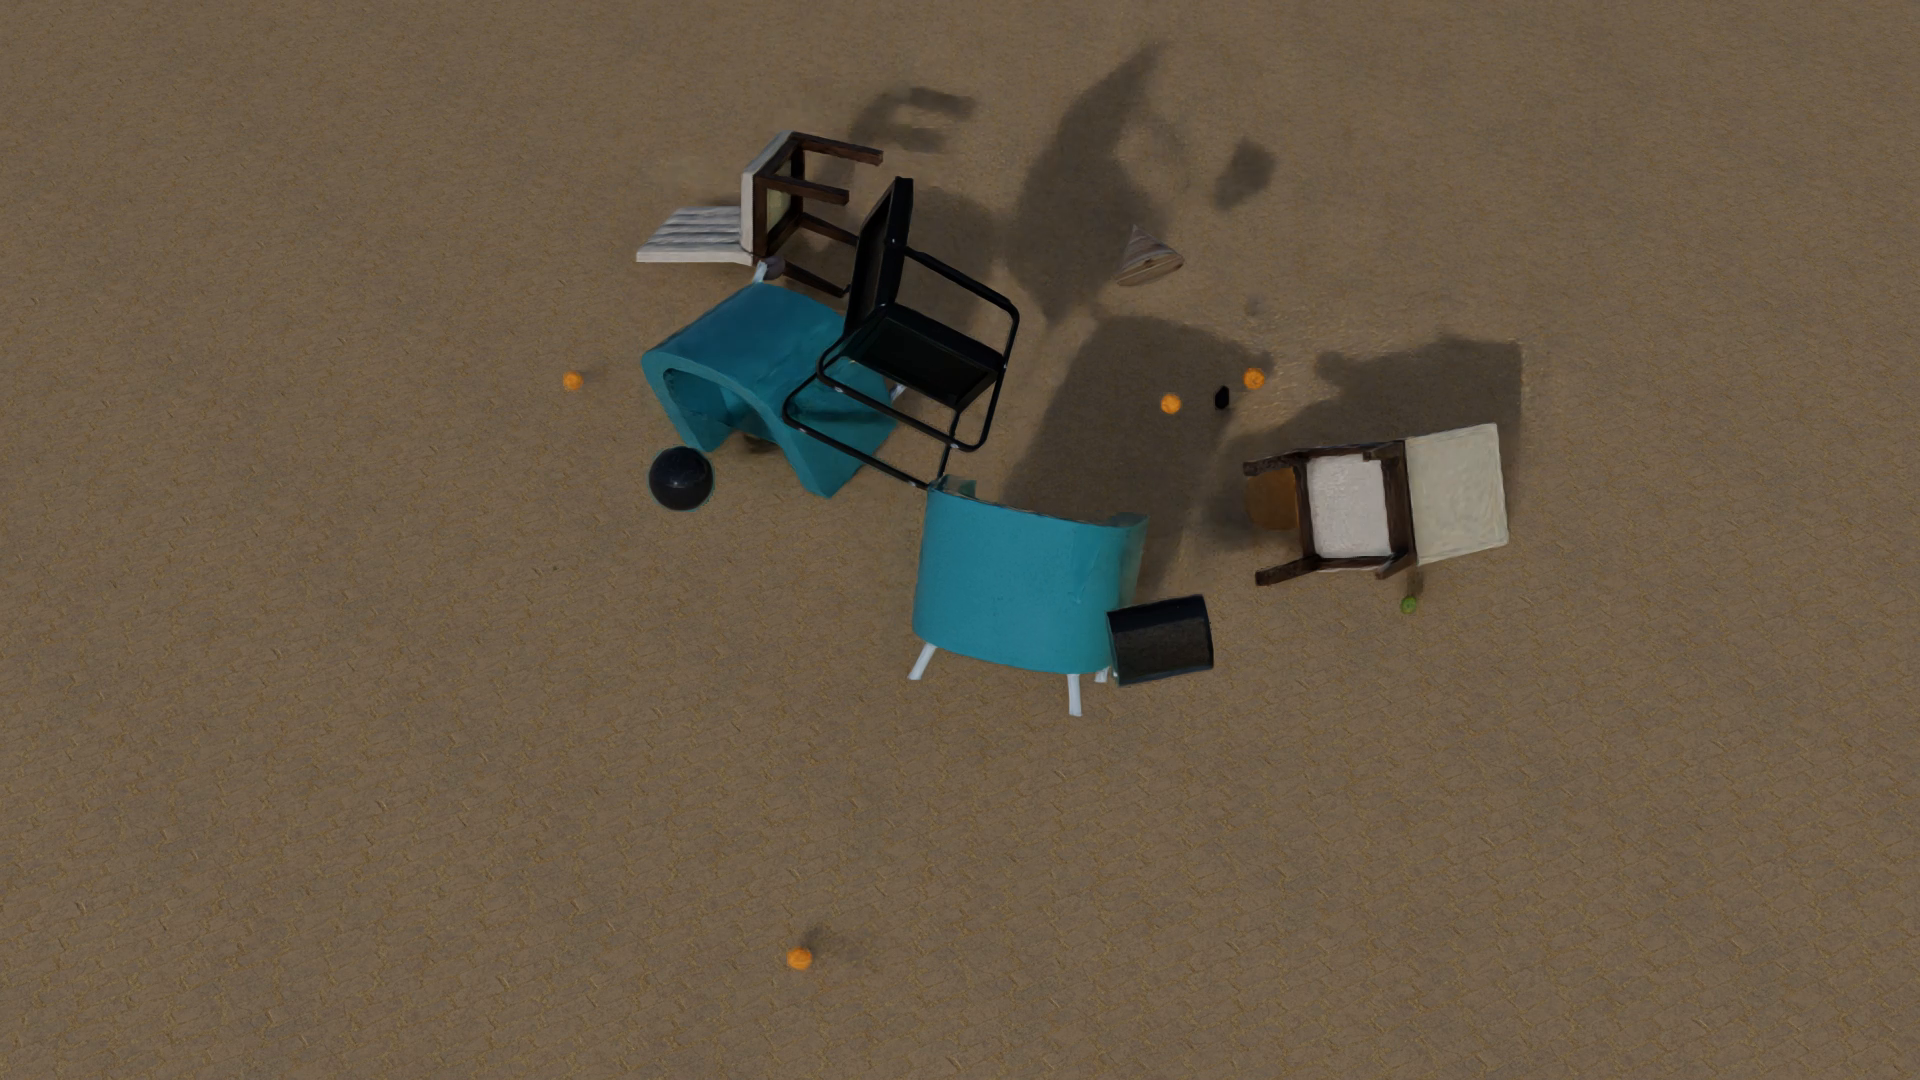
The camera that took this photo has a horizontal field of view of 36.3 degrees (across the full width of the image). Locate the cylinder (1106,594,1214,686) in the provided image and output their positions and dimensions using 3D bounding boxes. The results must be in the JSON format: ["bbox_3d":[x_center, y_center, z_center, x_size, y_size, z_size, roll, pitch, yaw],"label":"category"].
[{"bbox_3d":[0.640,0.321,9.384,0.308,0.289,0.191,-11,43,-1],"label":"cylinder"}]

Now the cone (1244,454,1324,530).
[{"bbox_3d":[1.198,-0.210,11.141,0.320,0.276,0.348,-40,11,3],"label":"cone"}]

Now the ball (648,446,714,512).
[{"bbox_3d":[-1.011,-0.222,10.631,0.236,0.236,0.236,0,33,0],"label":"ball"}]

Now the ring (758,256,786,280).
[{"bbox_3d":[-0.742,-1.068,11.526,0.105,0.051,0.220,-3,23,11],"label":"ring"}]

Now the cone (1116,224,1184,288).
[{"bbox_3d":[0.707,-1.137,11.383,0.280,0.239,0.209,-20,70,7],"label":"cone"}]
